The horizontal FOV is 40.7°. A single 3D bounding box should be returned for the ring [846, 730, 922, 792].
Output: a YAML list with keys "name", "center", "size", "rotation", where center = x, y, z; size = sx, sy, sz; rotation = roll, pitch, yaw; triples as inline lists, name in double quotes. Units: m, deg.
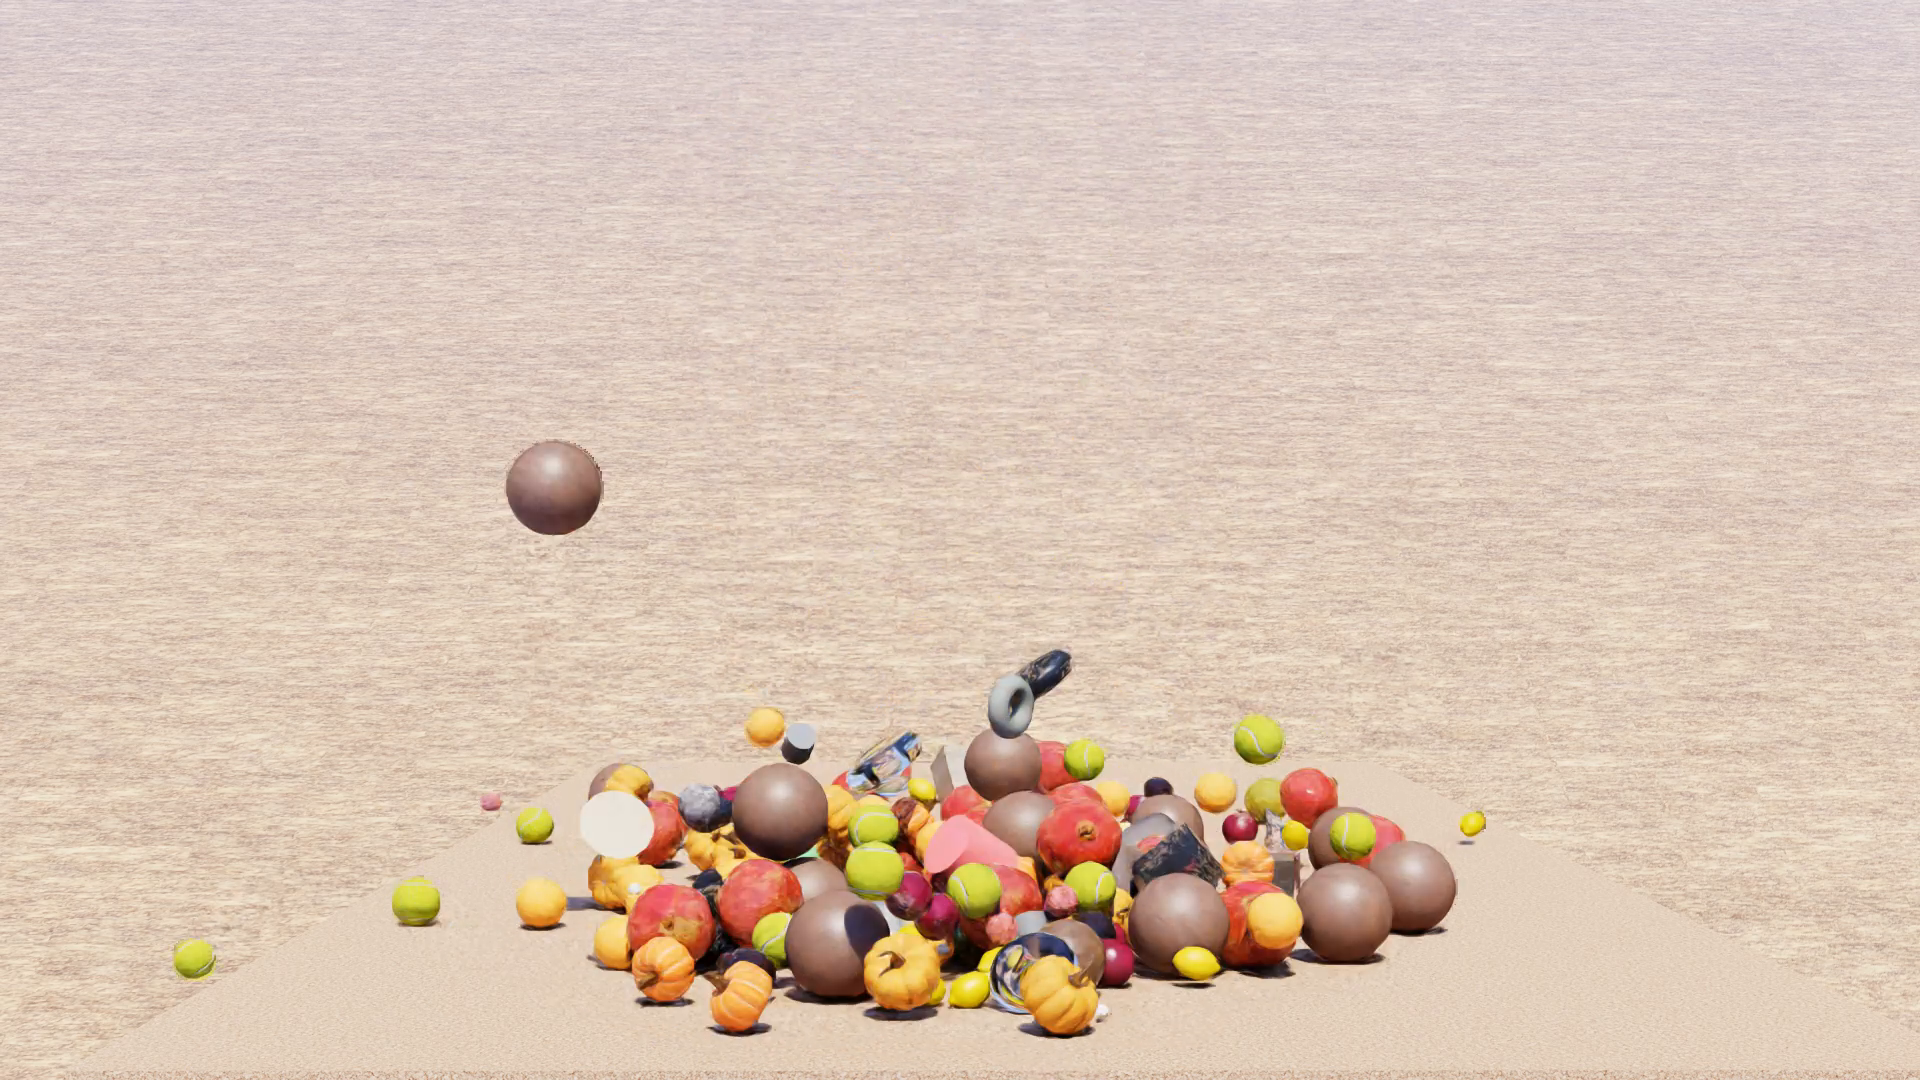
- name: "ring"
  center: [-0.110, 0.322, 3.764]
  size: [0.124, 0.041, 0.124]
  rotation: [-34, 6, 4]

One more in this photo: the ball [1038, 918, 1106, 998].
- name: "ball"
  center: [0.129, 0.505, 3.123]
  size: [0.095, 0.095, 0.095]
  rotation: [0, 31, 0]

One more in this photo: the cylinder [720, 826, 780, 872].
- name: "cylinder"
  center: [-0.352, 0.521, 4.363]
  size: [0.077, 0.077, 0.077]
  rotation: [0, 29, 22]

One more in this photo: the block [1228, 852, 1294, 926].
- name: "block"
  center: [0.440, 0.510, 3.785]
  size: [0.093, 0.093, 0.093]
  rotation: [0, 0, 5]

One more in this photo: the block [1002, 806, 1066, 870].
- name: "block"
  center: [0.124, 0.500, 4.348]
  size: [0.076, 0.076, 0.076]
  rotation: [-5, 48, 22]

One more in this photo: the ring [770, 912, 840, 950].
- name: "ring"
  center: [-0.217, 0.536, 3.550]
  size: [0.103, 0.034, 0.103]
  rotation: [-1, 7, 0]

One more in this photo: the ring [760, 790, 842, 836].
- name: "ring"
  center: [-0.260, 0.456, 4.255]
  size: [0.146, 0.049, 0.146]
  rotation: [25, -4, 2]

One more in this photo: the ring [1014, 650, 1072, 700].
- name: "ring"
  center: [0.139, 0.246, 4.614]
  size: [0.143, 0.048, 0.143]
  rotation: [-35, 5, 4]

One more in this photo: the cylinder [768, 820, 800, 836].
- name: "cylinder"
  center: [-0.289, 0.519, 4.569]
  size: [0.080, 0.080, 0.080]
  rotation: [3, 28, -21]

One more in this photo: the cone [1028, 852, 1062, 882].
- name: "cone"
  center: [0.150, 0.546, 4.242]
  size: [0.056, 0.056, 0.056]
  rotation: [34, 10, -36]

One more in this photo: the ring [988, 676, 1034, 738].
- name: "ring"
  center: [0.076, 0.251, 3.892]
  size: [0.032, 0.097, 0.097]
  rotation: [4, 28, 37]

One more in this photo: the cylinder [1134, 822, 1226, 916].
- name: "cylinder"
  center: [0.301, 0.451, 3.542]
  size: [0.091, 0.091, 0.091]
  rotation: [-39, 37, 2]

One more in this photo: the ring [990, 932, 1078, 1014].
- name: "ring"
  center: [0.086, 0.508, 3.041]
  size: [0.108, 0.036, 0.108]
  rotation: [-12, 42, 11]

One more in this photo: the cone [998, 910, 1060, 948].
- name: "cone"
  center: [0.099, 0.524, 3.253]
  size: [0.083, 0.083, 0.083]
  rotation: [-8, 44, -13]

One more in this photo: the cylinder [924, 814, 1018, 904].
- name: "cylinder"
  center: [0.015, 0.428, 3.471]
  size: [0.089, 0.089, 0.089]
  rotation: [37, 18, -27]

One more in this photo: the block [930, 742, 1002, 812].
- name: "block"
  center: [0.010, 0.442, 4.842]
  size: [0.092, 0.092, 0.092]
  rotation: [-5, 63, -21]

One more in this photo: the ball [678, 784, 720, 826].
- name: "ball"
  center: [-0.341, 0.346, 3.383]
  size: [0.056, 0.056, 0.056]
  rotation: [0, 31, 0]

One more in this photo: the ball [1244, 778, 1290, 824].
- name: "ball"
  center: [0.610, 0.518, 5.139]
  size: [0.091, 0.091, 0.091]
  rotation: [0, 31, 0]

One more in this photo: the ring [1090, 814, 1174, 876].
- name: "ring"
  center: [0.271, 0.479, 4.067]
  size: [0.149, 0.149, 0.050]
  rotation: [-29, 85, -39]

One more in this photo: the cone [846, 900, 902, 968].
- name: "cone"
  center: [-0.091, 0.502, 3.239]
  size: [0.078, 0.078, 0.078]
  rotation: [-24, 80, -35]

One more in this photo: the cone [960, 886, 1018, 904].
- name: "cone"
  center: [0.044, 0.513, 4.005]
  size: [0.090, 0.090, 0.090]
  rotation: [0, 0, 0]

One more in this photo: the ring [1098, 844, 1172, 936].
- name: "ring"
  center: [0.246, 0.489, 3.627]
  size: [0.047, 0.141, 0.141]
  rotation: [-33, 22, 23]

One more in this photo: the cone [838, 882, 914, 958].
- name: "cone"
  center: [-0.109, 0.470, 3.342]
  size: [0.100, 0.100, 0.100]
  rotation: [0, 47, 0]

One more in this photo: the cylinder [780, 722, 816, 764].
- name: "cylinder"
  center: [-0.282, 0.356, 4.526]
  size: [0.053, 0.053, 0.053]
  rotation: [9, 53, -12]

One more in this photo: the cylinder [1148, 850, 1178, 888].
- name: "cylinder"
  center: [0.302, 0.520, 4.040]
  size: [0.055, 0.055, 0.055]
  rotation: [-32, 6, 42]

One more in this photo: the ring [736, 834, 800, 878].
- name: "ring"
  center: [-0.299, 0.517, 4.234]
  size: [0.138, 0.138, 0.046]
  rotation: [-5, 66, -8]

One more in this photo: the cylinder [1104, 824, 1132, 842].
- name: "cylinder"
  center: [0.283, 0.511, 4.256]
  size: [0.073, 0.073, 0.073]
  rotation: [-14, 61, 26]

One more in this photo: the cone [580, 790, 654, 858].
- name: "cone"
  center: [-0.453, 0.390, 3.354]
  size: [0.096, 0.096, 0.096]
  rotation: [9, 55, -14]

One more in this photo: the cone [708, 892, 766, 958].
- name: "cone"
  center: [-0.297, 0.509, 3.473]
  size: [0.079, 0.079, 0.079]
  rotation: [4, 8, -1]

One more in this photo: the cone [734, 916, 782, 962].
- name: "cone"
  center: [-0.278, 0.538, 3.403]
  size: [0.065, 0.065, 0.065]
  rotation: [17, 32, 25]

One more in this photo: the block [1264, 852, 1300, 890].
- name: "block"
  center: [0.516, 0.531, 4.165]
  size: [0.054, 0.054, 0.054]
  rotation: [0, 0, 17]

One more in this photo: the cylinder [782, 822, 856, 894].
- name: "cylinder"
  center: [-0.221, 0.501, 4.073]
  size: [0.086, 0.086, 0.086]
  rotation: [-26, 32, 4]

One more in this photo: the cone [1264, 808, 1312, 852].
- name: "cone"
  center: [0.544, 0.499, 4.437]
  size: [0.092, 0.092, 0.092]
  rotation: [-19, 78, -28]

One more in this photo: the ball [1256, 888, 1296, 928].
- name: "ball"
  center: [0.452, 0.528, 3.707]
  size: [0.056, 0.056, 0.056]
  rotation: [0, 31, 0]

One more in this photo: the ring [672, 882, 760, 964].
- name: "ring"
  center: [-0.321, 0.502, 3.404]
  size: [0.122, 0.041, 0.122]
  rotation: [-11, 45, 11]

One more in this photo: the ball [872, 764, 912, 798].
- name: "ball"
  center: [-0.126, 0.415, 4.598]
  size: [0.085, 0.085, 0.085]
  rotation: [0, 31, 0]

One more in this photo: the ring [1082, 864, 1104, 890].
- name: "ring"
  center: [0.255, 0.539, 4.159]
  size: [0.118, 0.039, 0.118]
  rotation: [-1, -1, 0]

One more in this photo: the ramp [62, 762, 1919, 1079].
- name: "ramp"
  center: [0.069, 0.611, 4.683]
  size: [2.000, 0.100, 4.000]
  rotation: [0, 0, 0]

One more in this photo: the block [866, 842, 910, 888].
- name: "block"
  center: [-0.117, 0.525, 4.183]
  size: [0.068, 0.068, 0.068]
  rotation: [0, 0, -4]

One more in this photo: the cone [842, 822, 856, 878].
- name: "cone"
  center: [-0.205, 0.507, 4.306]
  size: [0.085, 0.085, 0.085]
  rotation: [13, 8, -2]
